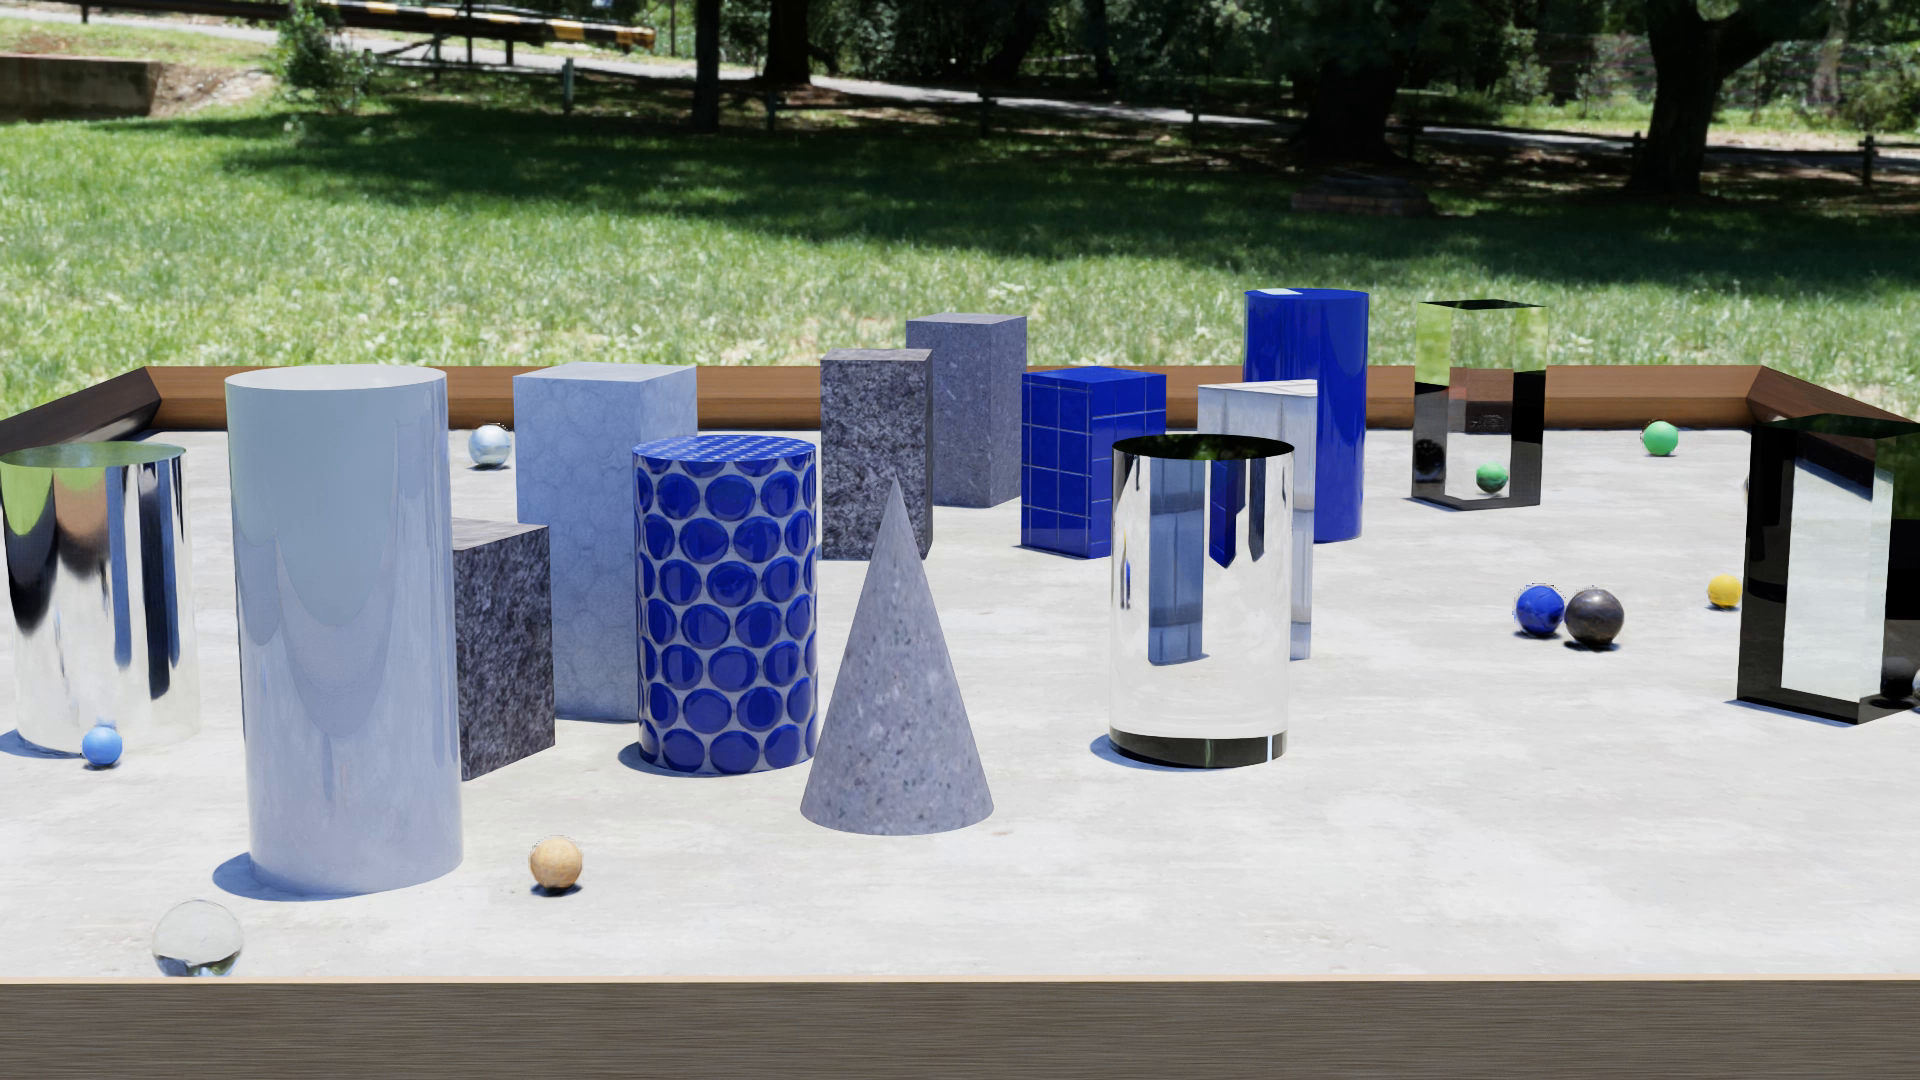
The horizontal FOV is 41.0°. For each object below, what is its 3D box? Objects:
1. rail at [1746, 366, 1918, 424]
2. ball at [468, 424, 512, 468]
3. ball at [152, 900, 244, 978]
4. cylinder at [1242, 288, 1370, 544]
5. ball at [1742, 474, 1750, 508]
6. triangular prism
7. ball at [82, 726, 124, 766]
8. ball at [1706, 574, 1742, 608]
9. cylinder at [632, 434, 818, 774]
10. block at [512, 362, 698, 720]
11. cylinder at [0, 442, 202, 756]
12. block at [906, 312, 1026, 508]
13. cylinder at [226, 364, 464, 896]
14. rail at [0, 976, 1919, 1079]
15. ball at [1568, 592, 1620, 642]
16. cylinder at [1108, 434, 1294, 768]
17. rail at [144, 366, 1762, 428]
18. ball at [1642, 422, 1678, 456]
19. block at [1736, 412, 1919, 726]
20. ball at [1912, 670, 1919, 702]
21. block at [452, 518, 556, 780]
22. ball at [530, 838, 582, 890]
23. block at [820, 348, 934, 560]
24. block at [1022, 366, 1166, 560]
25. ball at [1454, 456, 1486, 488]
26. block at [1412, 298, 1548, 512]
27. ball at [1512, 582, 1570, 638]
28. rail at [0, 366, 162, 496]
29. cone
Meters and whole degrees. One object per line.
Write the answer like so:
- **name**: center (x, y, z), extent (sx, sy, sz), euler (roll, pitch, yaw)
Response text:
- **rail**: center (1.607, 0.031, 3.458), extent (0.045, 0.125, 3.515), euler (0, 11, 0)
- **ball**: center (-0.857, -0.171, 4.673), extent (0.079, 0.079, 0.079), euler (0, 11, 0)
- **ball**: center (-0.607, 0.322, 2.045), extent (0.070, 0.070, 0.070), euler (0, 11, 0)
- **cylinder**: center (0.536, -0.197, 4.001), extent (0.193, 0.375, 0.193), euler (0, 11, 0)
- **ball**: center (1.308, -0.077, 4.134), extent (0.092, 0.092, 0.092), euler (0, 11, 0)
- **triangular prism**: center (0.408, -0.033, 3.253), extent (0.167, 0.328, 0.145), euler (8, 13, 37)
- **ball**: center (-0.900, 0.217, 2.693), extent (0.041, 0.041, 0.041), euler (0, 11, 0)
- **ball**: center (1.034, 0.069, 3.467), extent (0.047, 0.047, 0.047), euler (0, 11, 0)
- **cylinder**: center (-0.248, 0.064, 2.726), extent (0.193, 0.328, 0.193), euler (0, 11, 0)
- **block**: center (-0.400, -0.003, 2.937), extent (0.154, 0.383, 0.154), euler (3, 11, 18)
- **cylinder**: center (-0.935, 0.060, 2.799), extent (0.193, 0.310, 0.193), euler (0, 11, 0)
- **block**: center (0.011, -0.222, 4.328), extent (0.154, 0.306, 0.154), euler (5, 11, 24)
- **cylinder**: center (-0.556, 0.076, 2.329), extent (0.193, 0.451, 0.193), euler (0, 11, 0)
- **rail**: center (0.010, 0.349, 1.745), extent (3.261, 0.125, 0.045), euler (0, 11, 0)
- **ball**: center (0.802, 0.098, 3.244), extent (0.064, 0.064, 0.064), euler (0, 11, 0)
- **cylinder**: center (0.257, 0.061, 2.747), extent (0.193, 0.326, 0.193), euler (0, 11, 0)
- **rail**: center (-0.010, -0.285, 5.154), extent (3.261, 0.125, 0.045), euler (0, 11, 0)
- **ball**: center (1.317, -0.191, 4.821), extent (0.065, 0.065, 0.065), euler (0, 11, 0)
- **block**: center (1.009, 0.029, 2.937), extent (0.154, 0.322, 0.154), euler (-9, 14, -40)
- **ball**: center (1.108, 0.166, 2.911), extent (0.051, 0.051, 0.051), euler (0, 11, 0)
- **block**: center (-0.540, 0.110, 2.718), extent (0.154, 0.241, 0.154), euler (5, 12, 25)
- **ball**: center (-0.360, 0.289, 2.289), extent (0.046, 0.046, 0.046), euler (0, 11, 0)
- **block**: center (-0.123, -0.131, 3.862), extent (0.154, 0.298, 0.154), euler (1, 11, 4)
- **block**: center (0.202, -0.121, 3.897), extent (0.154, 0.264, 0.154), euler (-9, 14, -40)
- **ball**: center (0.883, -0.117, 4.438), extent (0.054, 0.054, 0.054), euler (0, 11, 0)
- **block**: center (0.868, -0.229, 4.293), extent (0.154, 0.331, 0.154), euler (-4, 11, -22)
- **ball**: center (0.748, 0.091, 3.306), extent (0.073, 0.073, 0.073), euler (0, 11, 0)
- **rail**: center (-1.607, 0.034, 3.440), extent (0.045, 0.125, 3.515), euler (0, 11, 0)
- **cone**: center (-0.062, 0.100, 2.514), extent (0.193, 0.336, 0.193), euler (0, 11, 0)
